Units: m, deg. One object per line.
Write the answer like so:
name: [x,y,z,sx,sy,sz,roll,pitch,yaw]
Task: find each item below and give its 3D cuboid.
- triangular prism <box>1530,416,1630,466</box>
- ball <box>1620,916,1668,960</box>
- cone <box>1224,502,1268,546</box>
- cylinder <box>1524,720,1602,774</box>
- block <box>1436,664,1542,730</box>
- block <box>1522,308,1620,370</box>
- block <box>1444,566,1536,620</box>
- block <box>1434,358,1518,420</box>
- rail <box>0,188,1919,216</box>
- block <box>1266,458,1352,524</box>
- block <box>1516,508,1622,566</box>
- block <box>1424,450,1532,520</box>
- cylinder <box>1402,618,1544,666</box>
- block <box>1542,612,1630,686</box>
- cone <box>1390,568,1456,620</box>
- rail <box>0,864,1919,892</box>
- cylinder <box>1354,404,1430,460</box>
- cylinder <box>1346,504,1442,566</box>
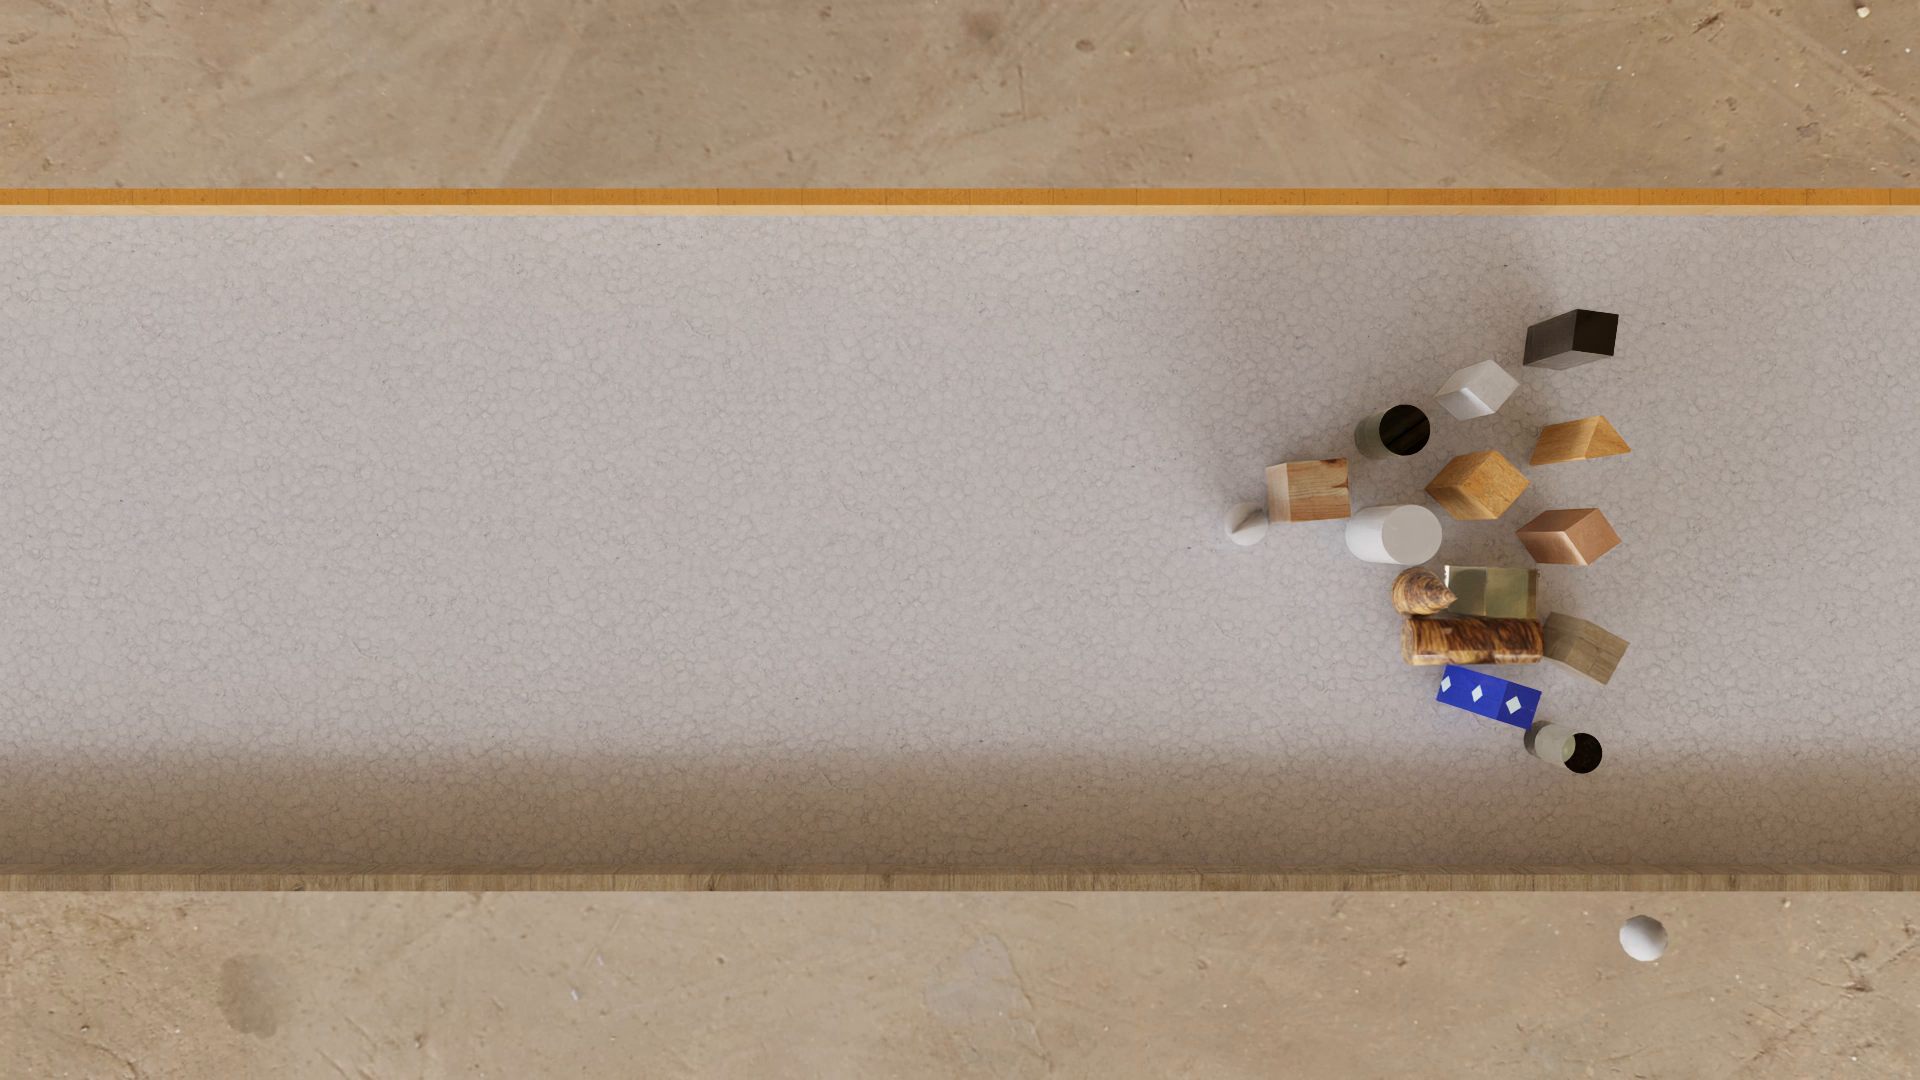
triangular prism: [1.810,-0.295,4.853,0.130,0.447,0.113,-9,90,0]
ball: [2.877,1.674,6.938,0.188,0.188,0.188,0,90,0]
cone: [0.827,-0.033,4.887,0.133,0.355,0.133,2,96,16]
cylinder: [1.794,0.615,4.916,0.118,0.320,0.118,0,90,0]
block: [1.569,0.464,4.907,0.118,0.318,0.118,18,90,-16]
block: [1.799,-0.588,4.873,0.119,0.407,0.119,8,90,0]
block: [1.565,0.152,4.880,0.141,0.392,0.141,2,90,0]
block: [1.532,-0.443,4.909,0.110,0.335,0.110,41,90,0]
rail: [-2.247,-1.025,5.002,12.000,0.150,0.050,0,90,0]
block: [1.033,-0.143,4.914,0.173,0.325,0.173,-5,90,0]
block: [1.789,-0.010,4.869,0.117,0.415,0.117,-35,90,0]
block: [1.526,-0.159,4.883,0.139,0.387,0.139,43,90,0]
cylinder: [1.553,0.308,5.007,0.391,0.139,0.139,-1,90,0]
block: [1.843,0.321,4.919,0.140,0.309,0.140,28,92,0]
cone: [1.408,0.166,4.871,0.165,0.411,0.165,0,90,0]
rail: [-2.247,1.025,5.001,12.000,0.150,0.050,0,90,0]
cylinder: [1.288,-0.319,4.926,0.149,0.301,0.149,0,90,0]
cylinder: [1.271,-0.015,4.858,0.170,0.437,0.170,0,90,0]
